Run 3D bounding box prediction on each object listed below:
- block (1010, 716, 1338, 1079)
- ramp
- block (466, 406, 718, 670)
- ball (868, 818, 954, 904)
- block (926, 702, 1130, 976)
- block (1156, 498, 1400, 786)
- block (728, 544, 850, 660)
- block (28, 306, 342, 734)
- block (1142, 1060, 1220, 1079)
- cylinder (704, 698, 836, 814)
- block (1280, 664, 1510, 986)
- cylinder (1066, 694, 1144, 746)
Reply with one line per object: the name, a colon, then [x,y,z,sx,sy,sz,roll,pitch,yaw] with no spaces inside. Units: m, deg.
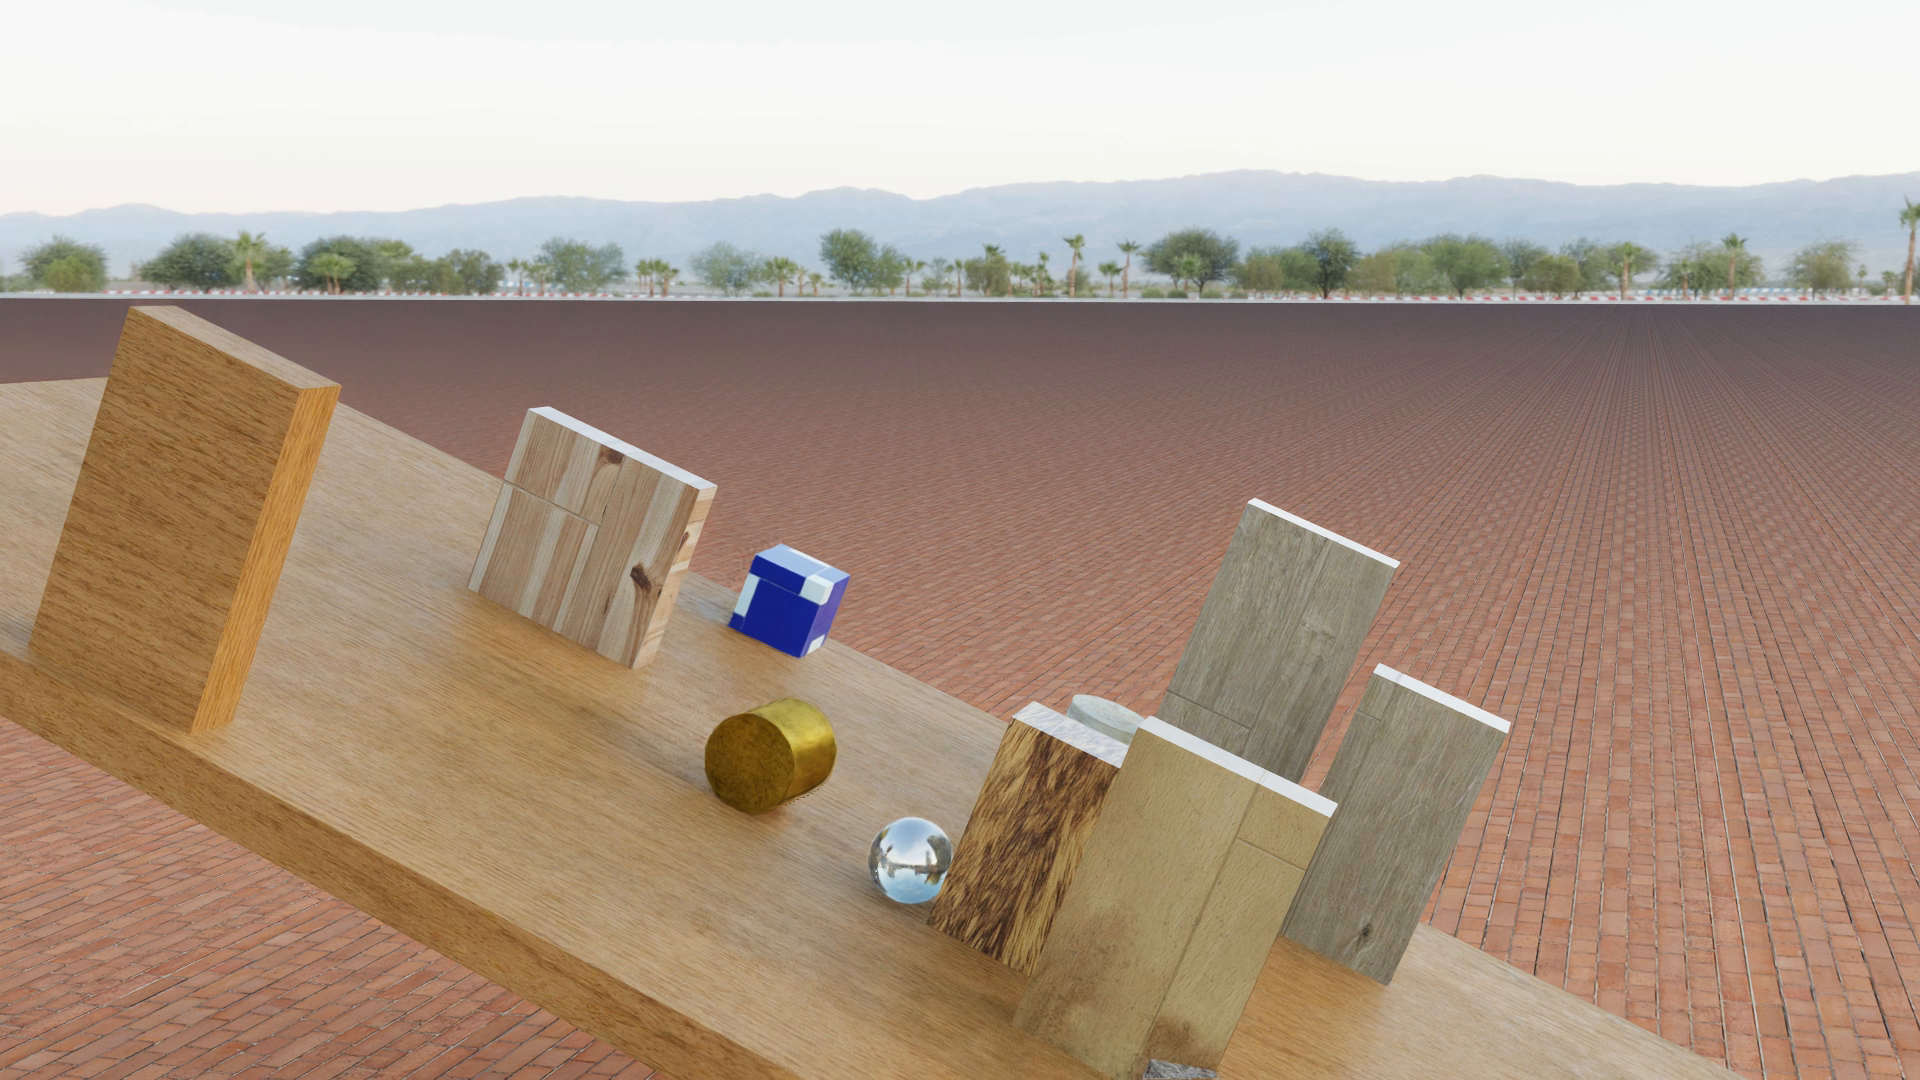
block: [0.339,0.601,3.517,0.327,0.546,0.091,25,13,13]
ramp: [-0.304,0.537,4.193,4.000,0.100,2.000,25,13,13]
block: [-0.760,-0.006,4.527,0.409,0.404,0.089,25,13,13]
ball: [-0.085,0.564,3.871,0.151,0.151,0.151,0,7,0]
block: [0.201,0.552,3.810,0.373,0.406,0.144,25,13,13]
block: [0.622,0.324,4.660,0.332,0.750,0.093,25,13,13]
block: [-0.390,0.139,5.046,0.181,0.181,0.181,24,13,10]
block: [-1.225,-0.034,3.465,0.323,0.587,0.110,25,13,13]
block: [0.340,0.881,3.341,0.118,0.118,0.118,16,14,-24]
cylinder: [-0.349,0.396,4.058,0.182,0.182,0.182,3,6,21]
block: [0.852,0.572,4.421,0.282,0.573,0.108,25,13,13]
cylinder: [0.300,0.466,4.813,0.190,0.190,0.190,21,13,-5]
